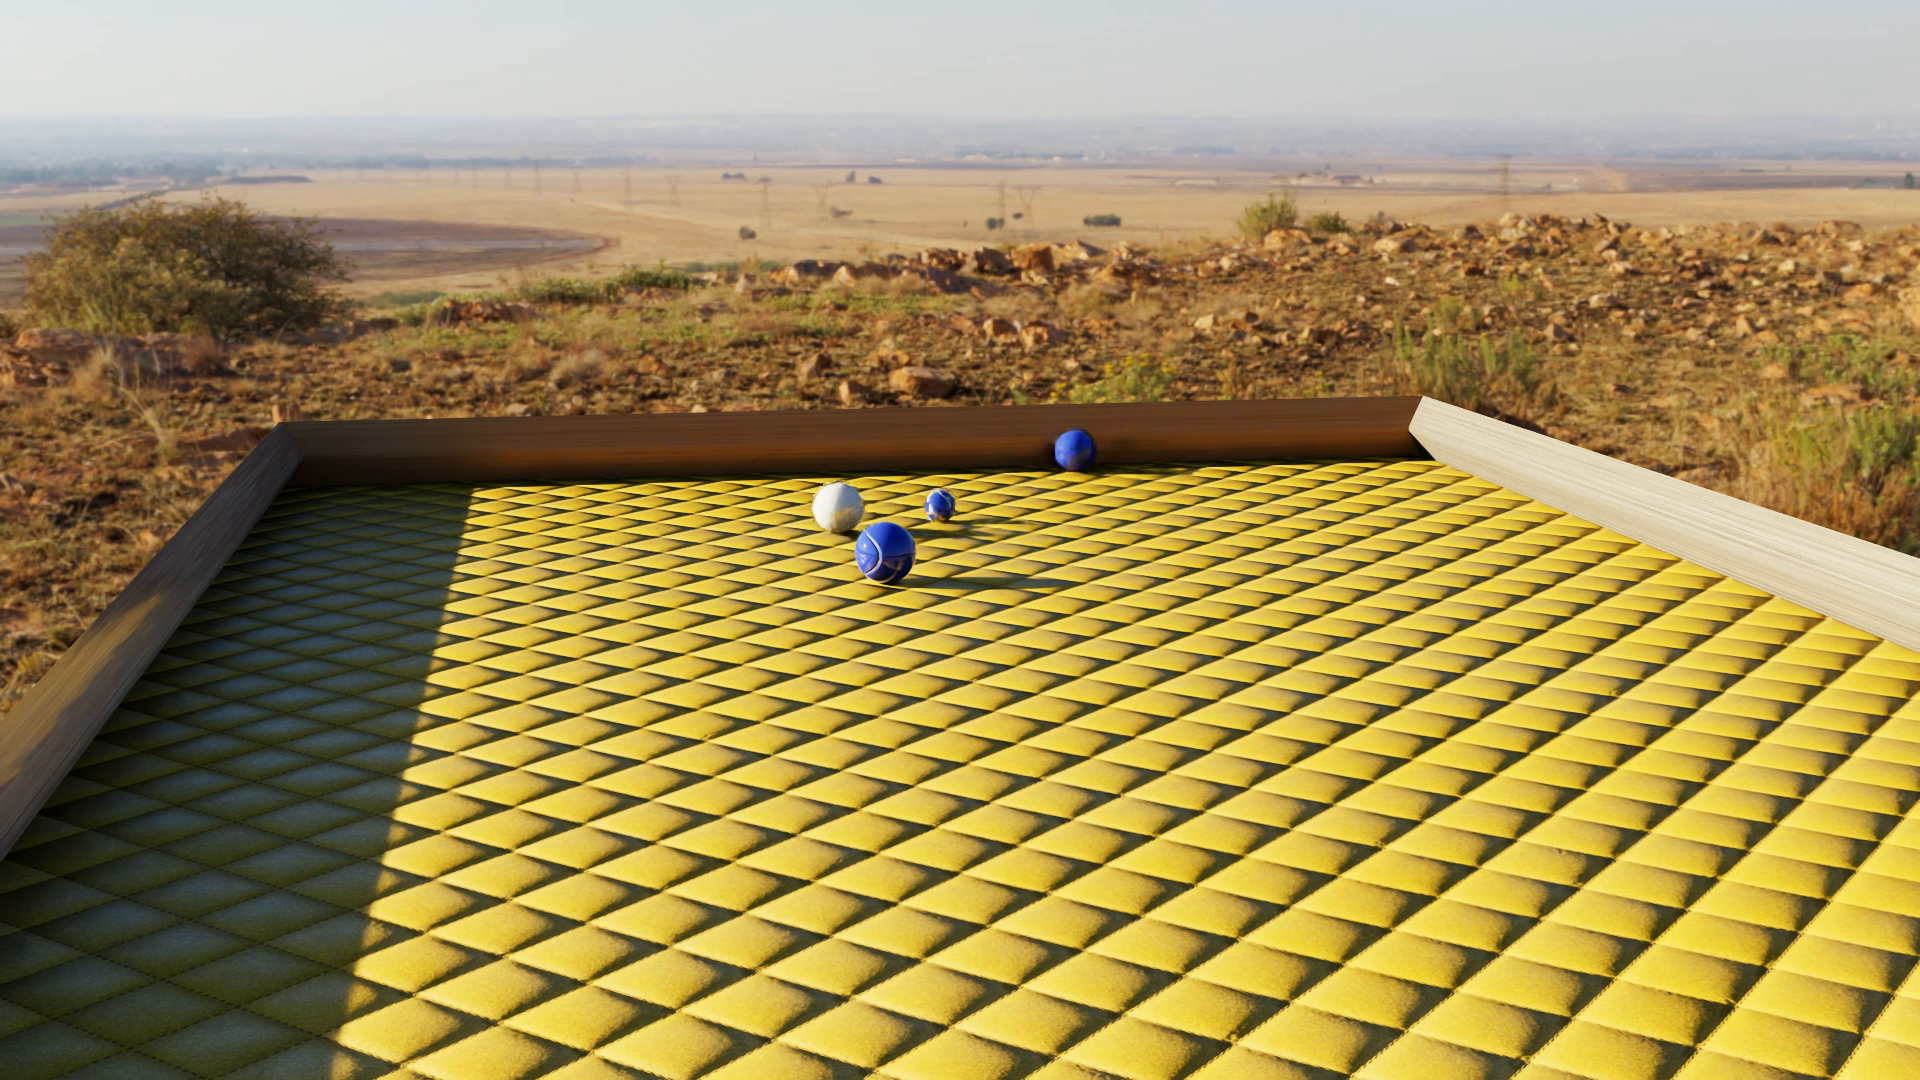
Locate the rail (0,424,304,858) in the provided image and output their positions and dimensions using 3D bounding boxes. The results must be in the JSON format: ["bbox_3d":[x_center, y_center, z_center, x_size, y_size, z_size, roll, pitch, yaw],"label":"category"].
[{"bbox_3d":[-0.847,0.175,2.117,0.045,0.110,3.457,-2,11,-10],"label":"rail"}]

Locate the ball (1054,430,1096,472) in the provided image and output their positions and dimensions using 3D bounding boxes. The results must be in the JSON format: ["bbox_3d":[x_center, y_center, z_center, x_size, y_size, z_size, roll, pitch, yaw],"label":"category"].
[{"bbox_3d":[0.206,-0.160,3.946,0.074,0.074,0.074,0,11,0],"label":"ball"}]

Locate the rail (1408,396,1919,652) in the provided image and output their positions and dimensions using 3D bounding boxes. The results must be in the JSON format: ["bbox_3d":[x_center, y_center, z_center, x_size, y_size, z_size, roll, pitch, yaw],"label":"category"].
[{"bbox_3d":[1.147,0.108,2.462,0.045,0.110,3.457,-2,11,-10],"label":"rail"}]

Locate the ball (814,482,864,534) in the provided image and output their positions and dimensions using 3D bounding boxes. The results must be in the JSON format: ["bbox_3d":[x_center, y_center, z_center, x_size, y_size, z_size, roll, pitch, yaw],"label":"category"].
[{"bbox_3d":[-0.185,-0.049,3.360,0.078,0.078,0.078,0,11,0],"label":"ball"}]

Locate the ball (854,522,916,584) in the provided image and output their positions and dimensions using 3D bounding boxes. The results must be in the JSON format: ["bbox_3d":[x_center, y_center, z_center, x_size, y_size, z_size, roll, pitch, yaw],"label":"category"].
[{"bbox_3d":[-0.102,0.017,3.004,0.085,0.085,0.085,0,11,0],"label":"ball"}]

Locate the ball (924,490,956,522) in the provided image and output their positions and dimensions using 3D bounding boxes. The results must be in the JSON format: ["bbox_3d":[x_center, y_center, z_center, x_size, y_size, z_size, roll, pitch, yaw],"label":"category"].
[{"bbox_3d":[-0.031,-0.053,3.459,0.050,0.050,0.050,0,11,0],"label":"ball"}]

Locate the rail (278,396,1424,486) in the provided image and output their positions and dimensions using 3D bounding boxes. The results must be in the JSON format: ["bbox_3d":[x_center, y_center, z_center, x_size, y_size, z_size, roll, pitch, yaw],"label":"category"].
[{"bbox_3d":[-0.146,-0.178,3.937,2.073,0.110,0.045,-2,11,-10],"label":"rail"}]
